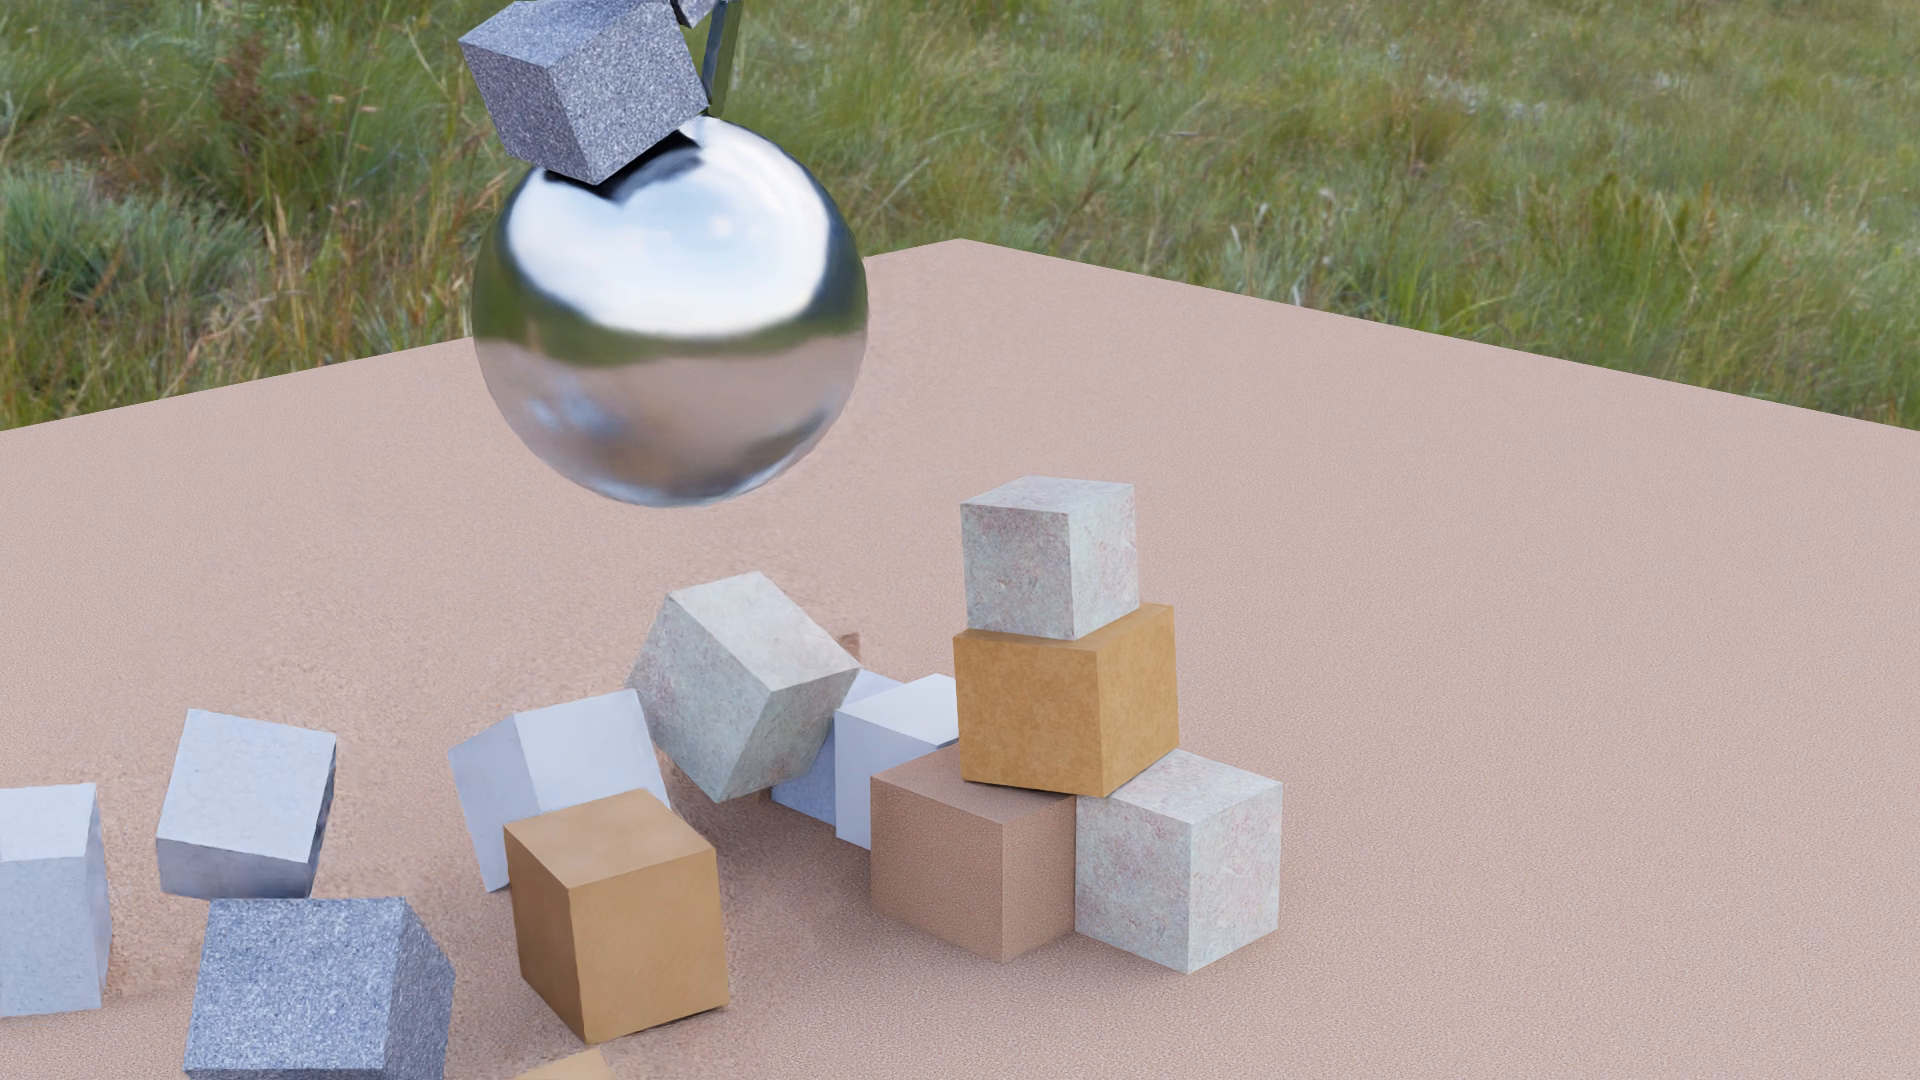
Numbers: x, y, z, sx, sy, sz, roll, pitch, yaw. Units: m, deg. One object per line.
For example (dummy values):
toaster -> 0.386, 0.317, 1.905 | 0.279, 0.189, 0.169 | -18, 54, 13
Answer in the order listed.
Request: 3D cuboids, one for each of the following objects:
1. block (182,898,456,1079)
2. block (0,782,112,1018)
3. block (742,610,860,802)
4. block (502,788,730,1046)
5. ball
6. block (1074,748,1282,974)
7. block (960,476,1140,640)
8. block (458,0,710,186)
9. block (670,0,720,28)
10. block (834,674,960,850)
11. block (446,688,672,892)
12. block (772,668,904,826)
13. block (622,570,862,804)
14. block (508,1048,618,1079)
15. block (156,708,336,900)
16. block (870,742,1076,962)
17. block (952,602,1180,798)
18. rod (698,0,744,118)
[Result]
block -> -2.372, 1.785, 10.946 | 0.736, 0.741, 0.654 | -1, 61, 6
block -> -3.951, 1.507, 12.224 | 0.698, 0.731, 0.624 | -3, 24, -10
block -> -0.946, 0.796, 14.602 | 0.668, 0.726, 0.611 | -16, 23, -41
block -> -1.428, 1.549, 12.167 | 0.640, 0.706, 0.739 | -13, 22, -26
ball -> -1.165, -0.923, 11.830 | 1.600, 1.600, 1.600 | 0, 17, 0
block -> 0.951, 1.384, 12.788 | 0.636, 0.690, 0.629 | 16, 23, 41
block -> 0.396, 0.070, 12.807 | 0.547, 0.561, 0.551 | 6, 17, 33
block -> -1.447, -1.799, 11.289 | 0.590, 0.524, 0.598 | -40, 41, -26
block -> -1.121, -2.346, 11.229 | 0.479, 0.464, 0.477 | 27, 68, 36
block -> -0.109, 1.092, 13.796 | 0.664, 0.643, 0.685 | 16, 23, 41
block -> -1.792, 1.126, 13.175 | 0.638, 0.670, 0.666 | -11, -11, -39
block -> -0.548, 0.996, 14.214 | 0.515, 0.576, 0.540 | -17, 24, -42
block -> -1.033, 0.676, 13.661 | 0.729, 0.672, 0.636 | 41, 31, 25
block -> -1.388, 2.221, 10.038 | 0.605, 0.552, 0.596 | -17, 36, -24
block -> -2.674, 1.029, 11.014 | 0.547, 0.562, 0.522 | 11, 60, -7
block -> 0.138, 1.349, 12.982 | 0.796, 0.641, 0.713 | 16, 23, 41
block -> 0.475, 0.668, 12.896 | 0.699, 0.650, 0.749 | 5, 16, 30
rod -> -0.505, -4.240, 11.480 | 0.080, 5.200, 0.080 | 17, 8, 42
